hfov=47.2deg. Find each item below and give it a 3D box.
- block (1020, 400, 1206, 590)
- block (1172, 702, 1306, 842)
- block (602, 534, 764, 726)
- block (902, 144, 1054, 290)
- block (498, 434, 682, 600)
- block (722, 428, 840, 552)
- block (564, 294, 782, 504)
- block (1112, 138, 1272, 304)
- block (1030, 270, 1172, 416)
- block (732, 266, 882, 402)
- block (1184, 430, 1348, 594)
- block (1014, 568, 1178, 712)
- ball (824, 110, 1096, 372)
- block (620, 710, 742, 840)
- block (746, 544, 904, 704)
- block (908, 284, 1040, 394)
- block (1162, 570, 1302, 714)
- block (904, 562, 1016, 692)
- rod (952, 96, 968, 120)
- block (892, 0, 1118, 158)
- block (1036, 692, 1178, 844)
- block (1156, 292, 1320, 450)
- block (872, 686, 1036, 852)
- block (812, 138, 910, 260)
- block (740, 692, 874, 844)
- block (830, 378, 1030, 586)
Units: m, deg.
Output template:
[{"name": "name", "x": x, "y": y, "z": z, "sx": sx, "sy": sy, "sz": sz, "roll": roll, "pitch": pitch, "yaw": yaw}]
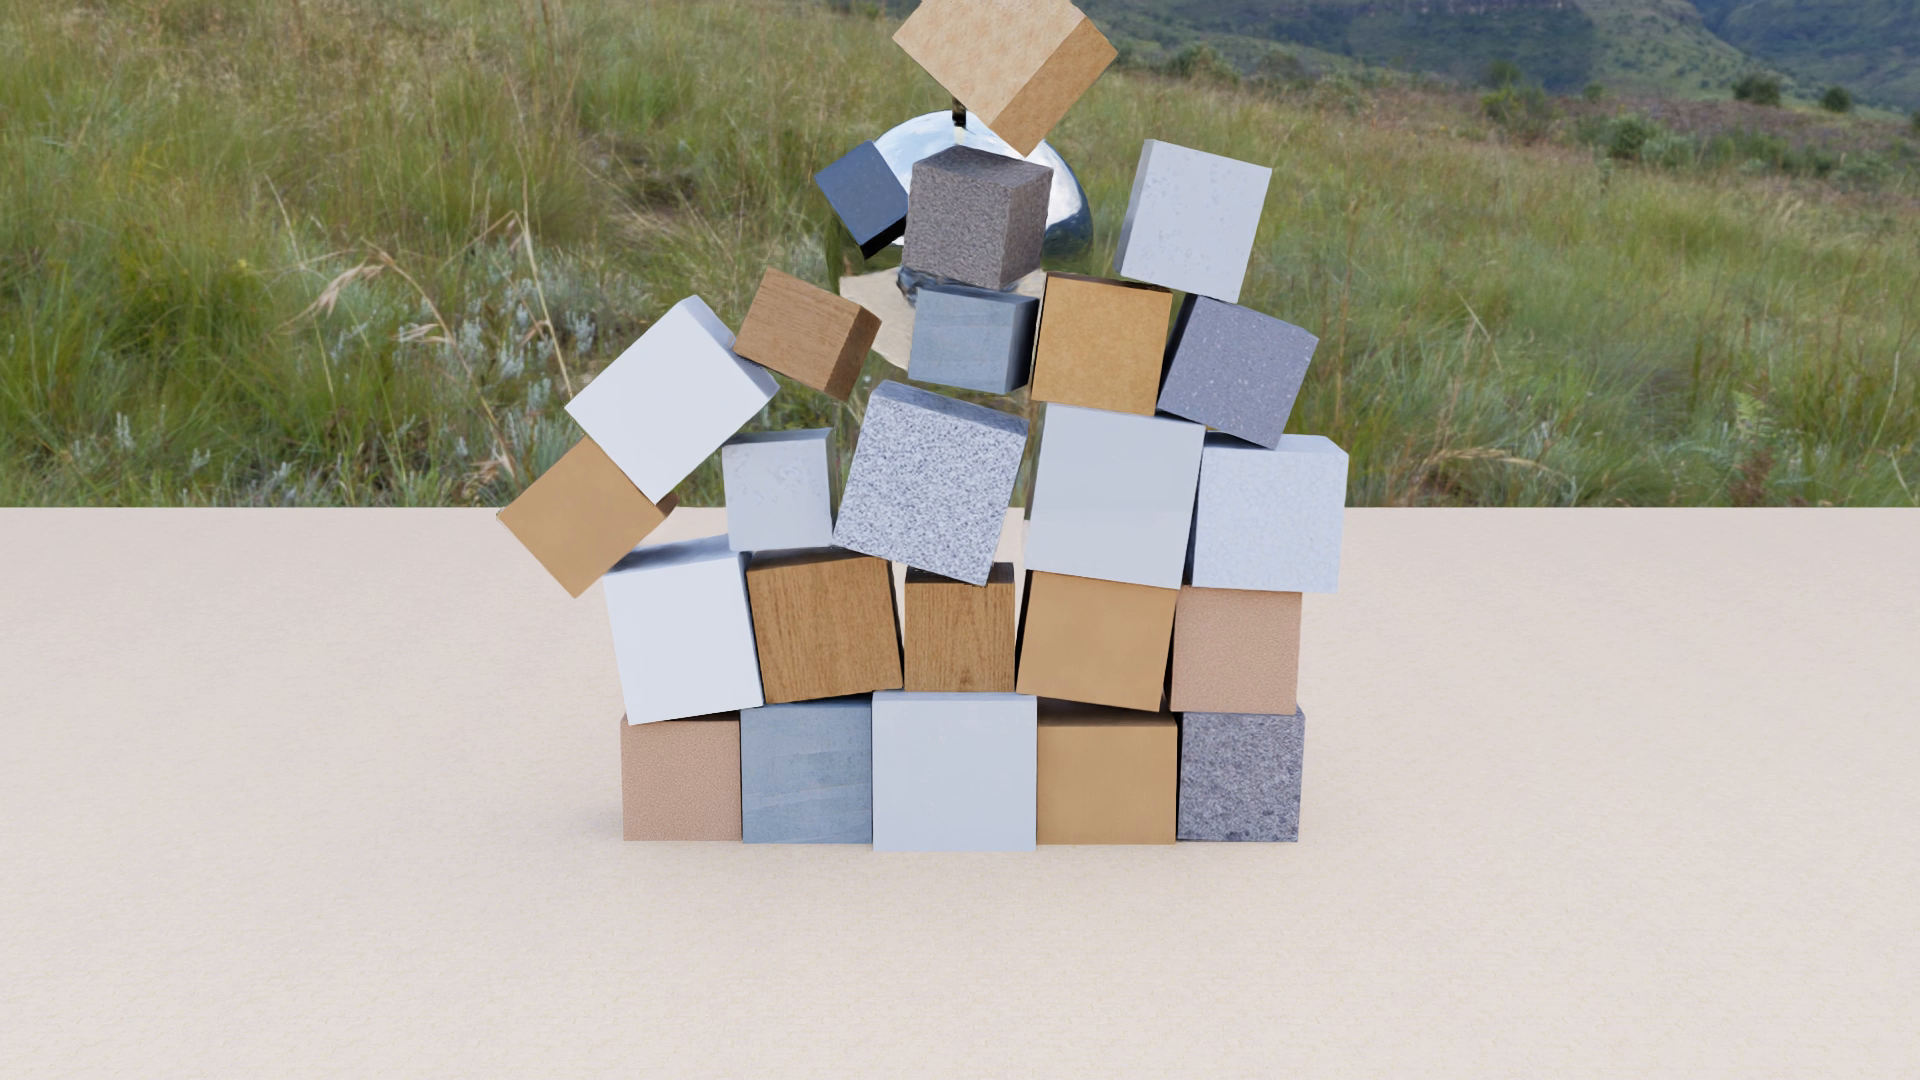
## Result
[{"name": "block", "x": 0.756, "y": -0.278, "z": 11.132, "sx": 0.778, "sy": 0.817, "sz": 0.788, "roll": 8, "pitch": 11, "yaw": -1}, {"name": "block", "x": 1.417, "y": 1.142, "z": 11.399, "sx": 0.612, "sy": 0.656, "sz": 0.647, "roll": 2, "pitch": 10, "yaw": 0}, {"name": "block", "x": -1.376, "y": 0.437, "z": 11.279, "sx": 0.676, "sy": 0.764, "sz": 0.757, "roll": -8, "pitch": 10, "yaw": 2}, {"name": "block", "x": 0.087, "y": -1.588, "z": 10.785, "sx": 0.530, "sy": 0.513, "sz": 0.499, "roll": 18, "pitch": 27, "yaw": 20}, {"name": "block", "x": -1.869, "y": -0.165, "z": 11.159, "sx": 0.624, "sy": 0.564, "sz": 0.579, "roll": -41, "pitch": 8, "yaw": 7}, {"name": "block", "x": -0.901, "y": -0.260, "z": 11.140, "sx": 0.518, "sy": 0.537, "sz": 0.449, "roll": -3, "pitch": 10, "yaw": 2}, {"name": "block", "x": -1.431, "y": -0.720, "z": 11.073, "sx": 0.775, "sy": 0.648, "sz": 0.644, "roll": -41, "pitch": 7, "yaw": 7}, {"name": "block", "x": 1.139, "y": -1.591, "z": 10.912, "sx": 0.582, "sy": 0.664, "sz": 0.679, "roll": 14, "pitch": 11, "yaw": -2}, {"name": "block", "x": 0.697, "y": -0.989, "z": 10.987, "sx": 0.610, "sy": 0.606, "sz": 0.521, "roll": 8, "pitch": 11, "yaw": 0}, {"name": "block", "x": -0.759, "y": -1.021, "z": 10.983, "sx": 0.516, "sy": 0.456, "sz": 0.451, "roll": 24, "pitch": 1, "yaw": 12}, {"name": "block", "x": 1.524, "y": -0.155, "z": 11.138, "sx": 0.716, "sy": 0.693, "sz": 0.699, "roll": 3, "pitch": 10, "yaw": 0}, {"name": "block", "x": 0.678, "y": 0.439, "z": 11.242, "sx": 0.720, "sy": 0.639, "sz": 0.661, "roll": 8, "pitch": 11, "yaw": -1}, {"name": "ball", "x": 0.000, "y": -1.729, "z": 12.974, "sx": 1.600, "sy": 1.600, "sz": 1.600, "roll": 0, "pitch": 10, "yaw": 0}, {"name": "block", "x": -1.408, "y": 1.166, "z": 11.407, "sx": 0.600, "sy": 0.624, "sz": 0.604, "roll": 0, "pitch": 10, "yaw": 0}, {"name": "block", "x": -0.677, "y": 0.395, "z": 11.284, "sx": 0.696, "sy": 0.687, "sz": 0.609, "roll": -7, "pitch": 10, "yaw": 1}, {"name": "block", "x": 0.073, "y": -1.011, "z": 10.998, "sx": 0.492, "sy": 0.443, "sz": 0.536, "roll": 10, "pitch": 12, "yaw": 13}, {"name": "block", "x": 1.383, "y": 0.503, "z": 11.265, "sx": 0.629, "sy": 0.647, "sz": 0.548, "roll": 2, "pitch": 10, "yaw": 0}, {"name": "block", "x": 0.001, "y": 0.438, "z": 11.260, "sx": 0.551, "sy": 0.557, "sz": 0.577, "roll": 0, "pitch": 10, "yaw": 0}, {"name": "rod", "x": 0.000, "y": -4.658, "z": 11.247, "sx": 0.080, "sy": 5.200, "sz": 0.080, "roll": 0, "pitch": 31, "yaw": 0}, {"name": "block", "x": 0.226, "y": -2.389, "z": 10.630, "sx": 0.679, "sy": 0.682, "sz": 0.604, "roll": 45, "pitch": 10, "yaw": 17}, {"name": "block", "x": 0.736, "y": 1.174, "z": 11.391, "sx": 0.700, "sy": 0.615, "sz": 0.701, "roll": 0, "pitch": 10, "yaw": 0}, {"name": "block", "x": 1.357, "y": -0.869, "z": 11.011, "sx": 0.623, "sy": 0.581, "sz": 0.645, "roll": 20, "pitch": 10, "yaw": -2}, {"name": "block", "x": -0.026, "y": 1.093, "z": 11.386, "sx": 0.813, "sy": 0.776, "sz": 0.941, "roll": 0, "pitch": 10, "yaw": 0}, {"name": "block", "x": -0.465, "y": -1.710, "z": 11.070, "sx": 0.342, "sy": 0.421, "sz": 0.386, "roll": -34, "pitch": -3, "yaw": 0}, {"name": "block", "x": -0.772, "y": 1.128, "z": 11.382, "sx": 0.651, "sy": 0.707, "sz": 0.662, "roll": 0, "pitch": 10, "yaw": 0}, {"name": "block", "x": -0.137, "y": -0.305, "z": 11.122, "sx": 0.787, "sy": 0.767, "sz": 0.781, "roll": 16, "pitch": 10, "yaw": 0}]
